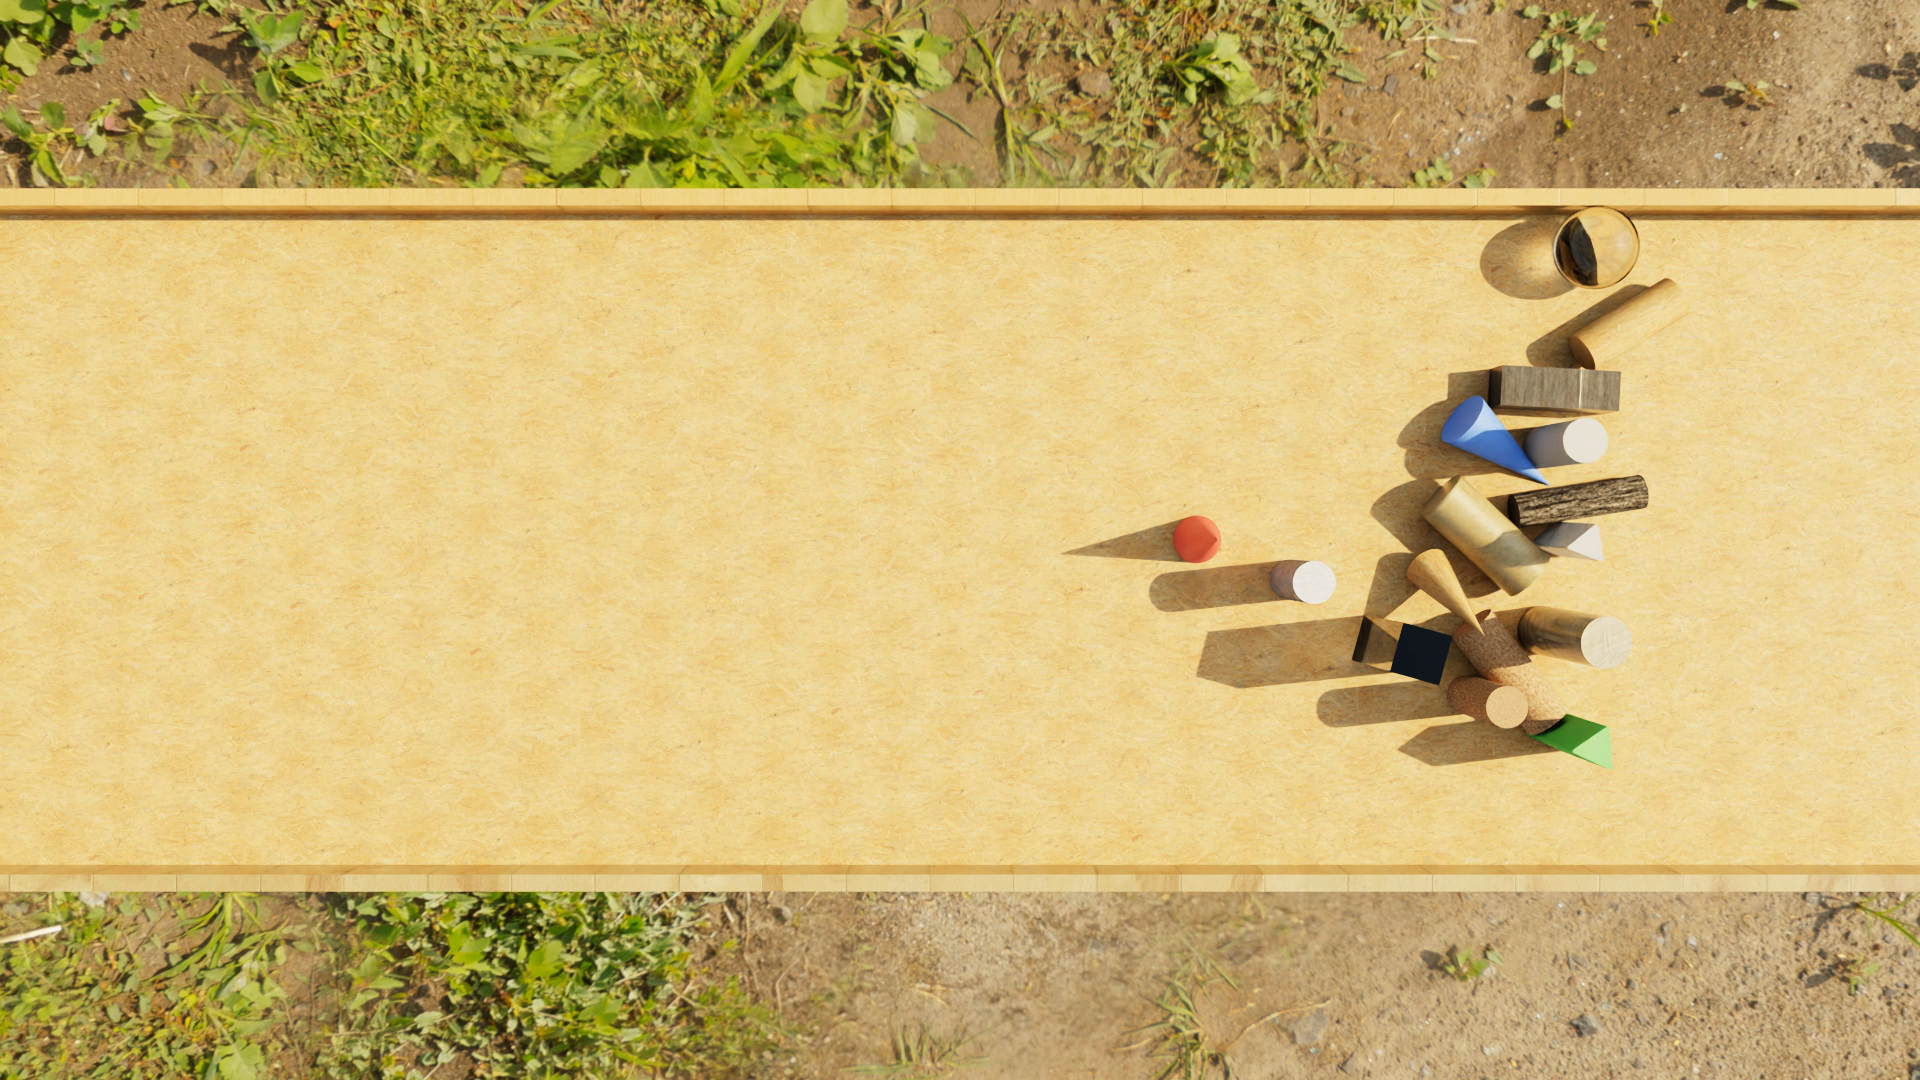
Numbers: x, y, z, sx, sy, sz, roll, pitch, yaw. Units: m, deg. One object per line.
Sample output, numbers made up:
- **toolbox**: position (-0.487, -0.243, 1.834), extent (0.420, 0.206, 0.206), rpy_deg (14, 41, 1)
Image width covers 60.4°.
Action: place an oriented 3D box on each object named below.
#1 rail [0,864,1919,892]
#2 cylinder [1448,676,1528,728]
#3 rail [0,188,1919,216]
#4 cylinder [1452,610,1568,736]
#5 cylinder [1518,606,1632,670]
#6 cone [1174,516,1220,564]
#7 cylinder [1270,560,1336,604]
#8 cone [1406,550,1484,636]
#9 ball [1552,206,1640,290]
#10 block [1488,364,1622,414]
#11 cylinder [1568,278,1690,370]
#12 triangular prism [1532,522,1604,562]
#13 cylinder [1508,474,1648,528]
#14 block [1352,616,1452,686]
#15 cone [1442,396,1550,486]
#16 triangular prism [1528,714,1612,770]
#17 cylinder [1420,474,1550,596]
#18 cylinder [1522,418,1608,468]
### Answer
- **rail**: position (-2.247, 1.025, 5.001), extent (12.000, 0.150, 0.050), rpy_deg (0, 90, 0)
- **cylinder**: position (1.559, 0.476, 4.887), extent (0.120, 0.379, 0.120), rpy_deg (0, 90, 0)
- **rail**: position (-2.247, -1.025, 5.002), extent (12.000, 0.150, 0.050), rpy_deg (0, 90, 0)
- **cylinder**: position (1.667, 0.400, 5.004), extent (0.144, 0.144, 0.374), rpy_deg (-39, 90, 0)
- **cylinder**: position (1.805, 0.283, 4.860), extent (0.150, 0.420, 0.150), rpy_deg (0, 92, -5)
- **cone**: position (0.730, -0.002, 4.873), extent (0.148, 0.407, 0.148), rpy_deg (0, 90, 0)
- **cylinder**: position (1.015, 0.122, 4.901), extent (0.123, 0.351, 0.123), rpy_deg (0, 90, 0)
- **cone**: position (1.474, 0.181, 4.910), extent (0.134, 0.330, 0.134), rpy_deg (-12, 131, -14)
- **ball**: position (1.910, -0.876, 4.953), extent (0.247, 0.247, 0.247), rpy_deg (0, 90, 0)
- **block**: position (1.806, -0.457, 5.016), extent (0.358, 0.120, 0.120), rpy_deg (3, 90, 0)
- **cylinder**: position (2.031, -0.653, 5.010), extent (0.333, 0.131, 0.131), rpy_deg (-31, 90, 0)
- **triangular prism**: position (1.814, -0.008, 4.898), extent (0.108, 0.350, 0.093), rpy_deg (21, 92, 1)
- **cylinder**: position (1.881, -0.117, 5.024), extent (0.394, 0.104, 0.104), rpy_deg (-9, 90, 0)
- **block**: position (1.293, 0.319, 4.850), extent (0.143, 0.452, 0.143), rpy_deg (15, 90, 0)
- **cone**: position (1.670, -0.265, 5.035), extent (0.371, 0.172, 0.172), rpy_deg (34, 90, -13)
- **triangular prism**: position (1.823, 0.577, 4.887), extent (0.124, 0.375, 0.107), rpy_deg (25, 91, -1)
- **cylinder**: position (1.588, -0.014, 4.993), extent (0.365, 0.167, 0.167), rpy_deg (42, 90, 0)
- **cylinder**: position (1.796, -0.286, 4.905), extent (0.130, 0.344, 0.130), rpy_deg (0, 90, 0)
